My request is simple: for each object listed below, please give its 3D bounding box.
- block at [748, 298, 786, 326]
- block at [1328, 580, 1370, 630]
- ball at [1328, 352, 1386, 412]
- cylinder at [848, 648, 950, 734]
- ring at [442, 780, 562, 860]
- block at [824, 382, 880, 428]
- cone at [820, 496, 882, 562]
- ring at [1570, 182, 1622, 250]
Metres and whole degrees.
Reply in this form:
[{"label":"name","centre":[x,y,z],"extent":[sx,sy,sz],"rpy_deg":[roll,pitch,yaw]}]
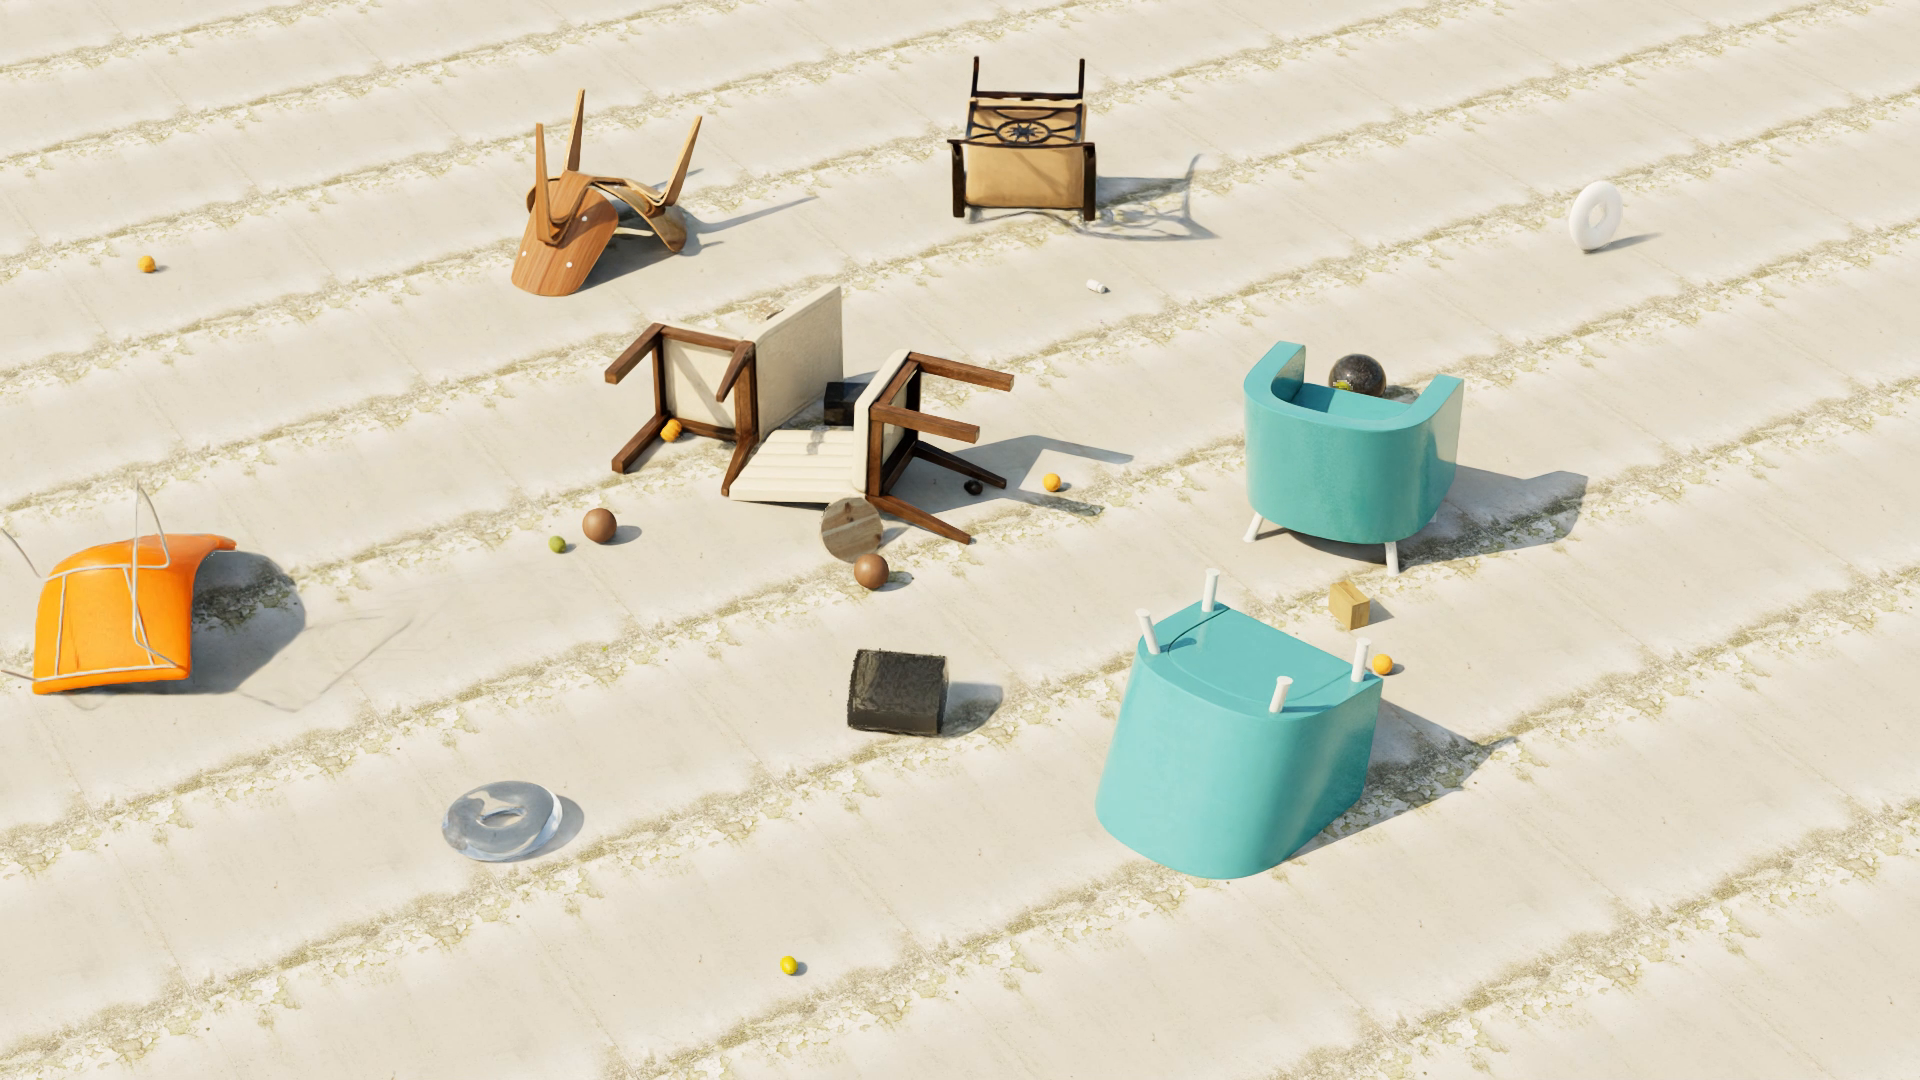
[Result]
[{"label":"block","centre":[-0.814,-0.958,12.355],"extent":[0.109,0.049,0.119],"rpy_deg":[-27,42,-35]},{"label":"block","centre":[1.392,0.233,10.491],"extent":[0.076,0.109,0.145],"rpy_deg":[-15,36,-22]},{"label":"ball","centre":[1.583,-0.628,11.685],"extent":[0.234,0.234,0.234],"rpy_deg":[0,33,0]},{"label":"cylinder","centre":[-0.209,0.515,9.970],"extent":[0.308,0.191,0.289],"rpy_deg":[5,59,7]},{"label":"ring","centre":[-1.481,0.905,9.482],"extent":[0.394,0.099,0.348],"rpy_deg":[-15,37,-20]},{"label":"block","centre":[-0.429,-0.539,11.662],"extent":[0.209,0.111,0.153],"rpy_deg":[2,33,3]},{"label":"cone","centre":[-0.462,-0.031,10.897],"extent":[0.280,0.239,0.209],"rpy_deg":[-19,7,-38]},{"label":"ring","centre":[2.770,-1.411,12.779],"extent":[0.272,0.347,0.059],"rpy_deg":[-27,42,-14]}]
